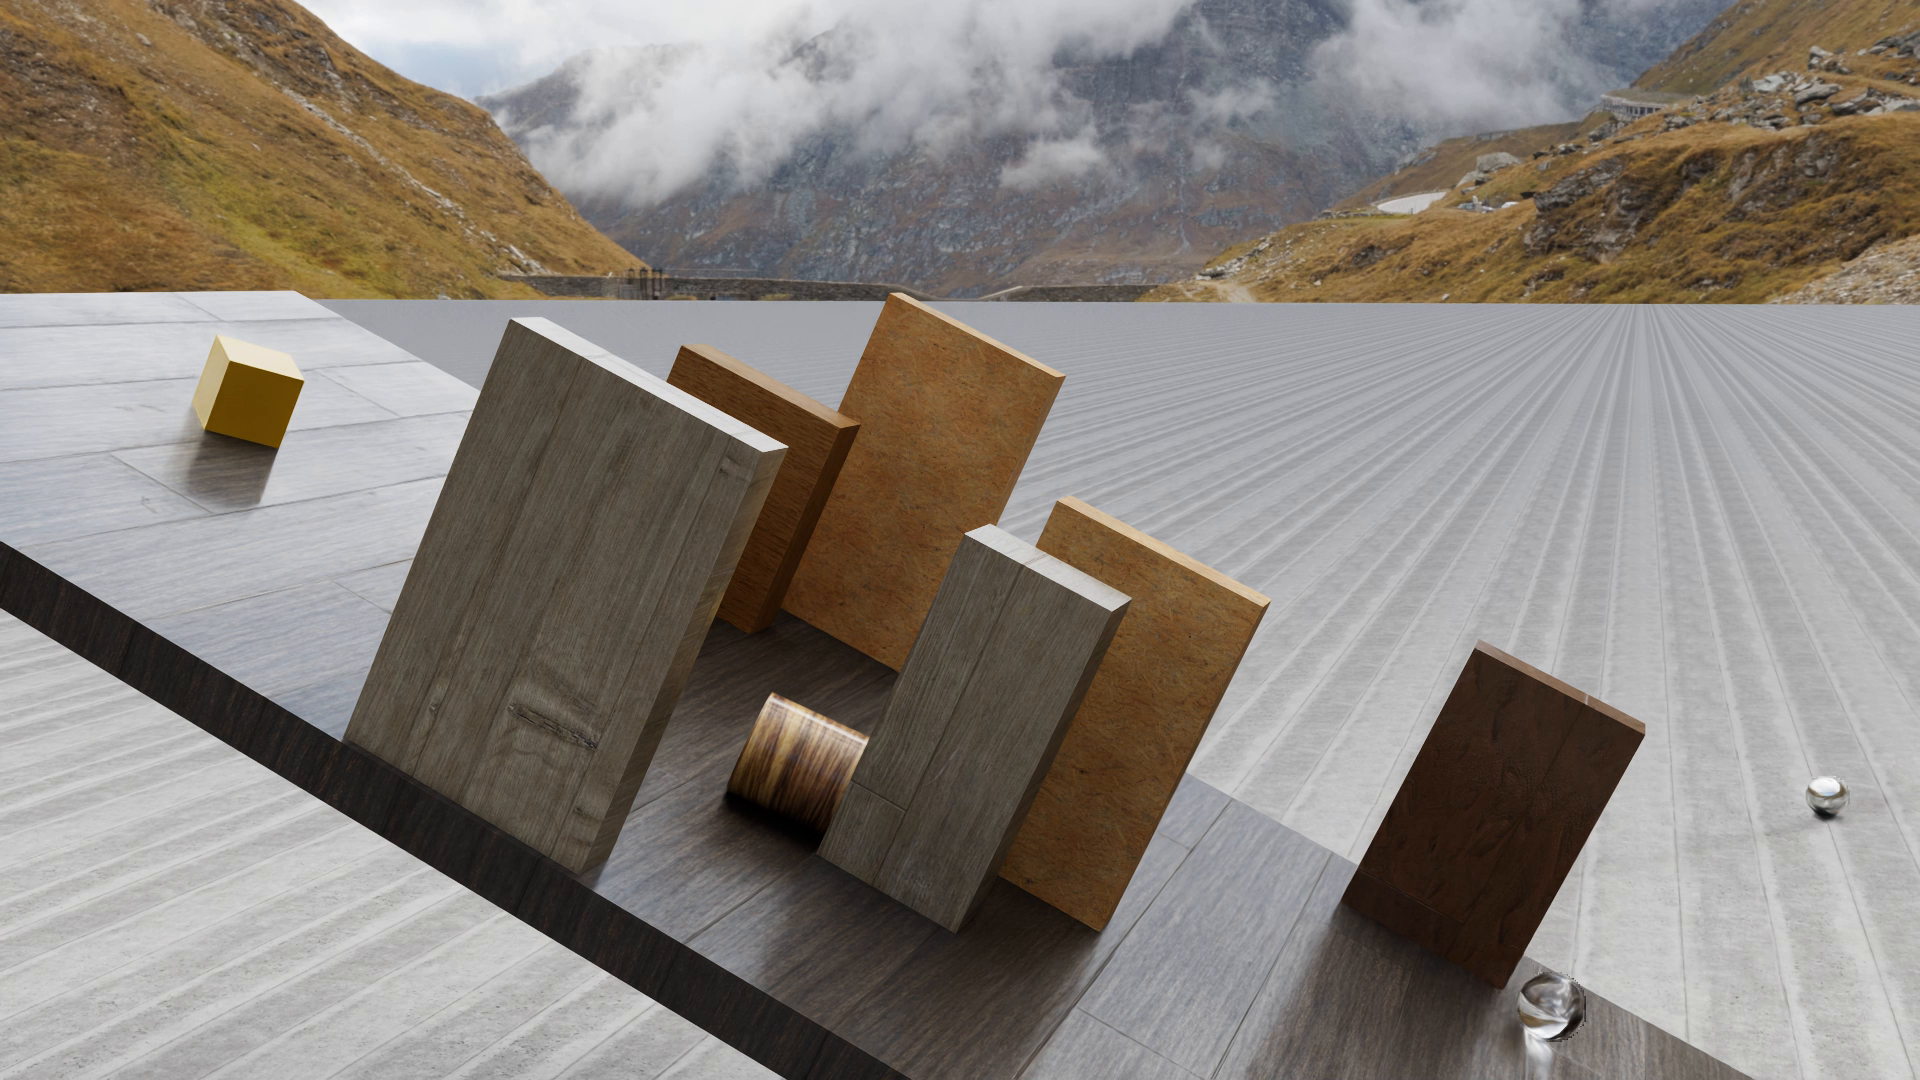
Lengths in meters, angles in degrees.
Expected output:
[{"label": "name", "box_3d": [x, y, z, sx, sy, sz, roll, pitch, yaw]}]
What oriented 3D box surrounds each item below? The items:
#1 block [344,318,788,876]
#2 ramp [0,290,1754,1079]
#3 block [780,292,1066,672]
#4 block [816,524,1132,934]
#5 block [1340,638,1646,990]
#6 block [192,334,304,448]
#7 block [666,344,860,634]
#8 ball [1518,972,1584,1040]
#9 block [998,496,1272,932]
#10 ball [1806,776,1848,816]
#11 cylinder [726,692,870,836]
[{"label": "block", "box_3d": [-0.589, 0.082, 3.246, 0.431, 0.698, 0.098, 28, 14, 12]}, {"label": "ramp", "box_3d": [-0.260, 0.443, 4.168, 4.000, 0.100, 2.000, 28, 14, 12]}, {"label": "block", "box_3d": [-0.111, -0.115, 4.759, 0.407, 0.731, 0.083, 28, 14, 12]}, {"label": "block", "box_3d": [0.022, 0.310, 3.648, 0.270, 0.606, 0.149, 28, 14, 12]}, {"label": "block", "box_3d": [1.101, 0.567, 4.560, 0.374, 0.611, 0.117, 28, 14, 12]}, {"label": "block", "box_3d": [-1.424, -0.297, 4.396, 0.151, 0.151, 0.151, 16, 16, -34]}, {"label": "block", "box_3d": [-0.489, -0.111, 4.622, 0.386, 0.480, 0.126, 28, 14, 12]}, {"label": "ball", "box_3d": [1.173, 0.925, 4.366, 0.129, 0.129, 0.129, 0, 7, 0]}, {"label": "block", "box_3d": [0.222, 0.307, 3.903, 0.401, 0.657, 0.094, 28, 14, 12]}, {"label": "ball", "box_3d": [2.968, 0.879, 7.531, 0.134, 0.134, 0.134, 0, 7, 0]}, {"label": "cylinder", "box_3d": [-0.275, 0.383, 3.755, 0.186, 0.186, 0.186, 25, 8, 0]}]
